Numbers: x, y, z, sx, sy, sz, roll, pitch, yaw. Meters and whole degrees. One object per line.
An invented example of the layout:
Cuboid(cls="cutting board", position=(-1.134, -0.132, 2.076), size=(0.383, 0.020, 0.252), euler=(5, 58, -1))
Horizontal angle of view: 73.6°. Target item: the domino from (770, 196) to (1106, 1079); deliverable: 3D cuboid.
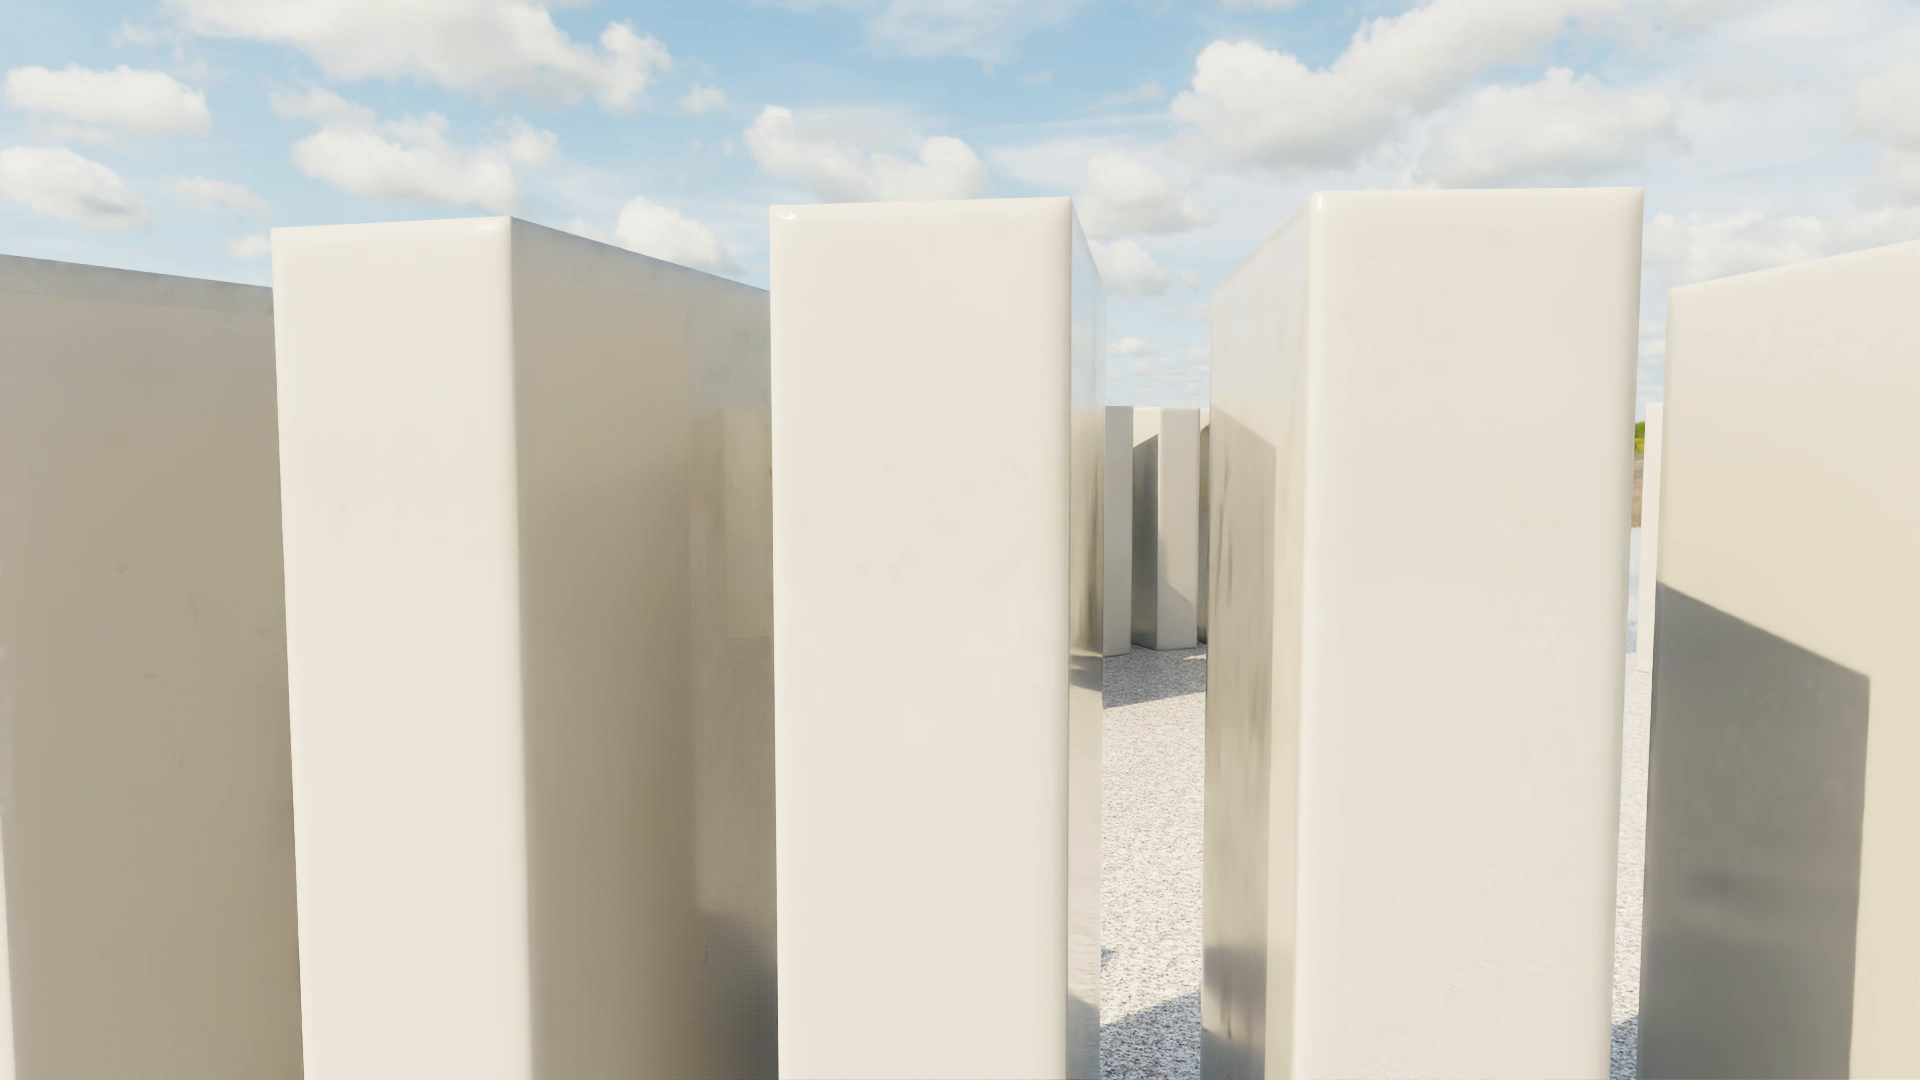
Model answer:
Cuboid(cls="domino", position=(0.001, 0.014, 0.054), size=(0.009, 0.050, 0.025), euler=(1, 4, 9))

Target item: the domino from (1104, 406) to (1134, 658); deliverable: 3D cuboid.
Cuboid(cls="domino", position=(0.023, -0.002, 0.265), size=(0.010, 0.050, 0.025), euler=(-3, 5, -38))

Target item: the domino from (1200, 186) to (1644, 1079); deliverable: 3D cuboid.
Cuboid(cls="domino", position=(0.016, 0.014, 0.052), size=(0.009, 0.050, 0.025), euler=(0, 4, 4))

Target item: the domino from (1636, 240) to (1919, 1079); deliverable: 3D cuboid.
Cuboid(cls="domino", position=(0.040, 0.014, 0.052), size=(0.010, 0.050, 0.025), euler=(0, 4, -3))

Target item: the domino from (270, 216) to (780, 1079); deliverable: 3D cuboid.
Cuboid(cls="domino", position=(-0.016, 0.013, 0.057), size=(0.010, 0.050, 0.025), euler=(1, 4, 15))

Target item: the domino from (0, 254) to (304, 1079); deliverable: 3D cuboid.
Cuboid(cls="domino", position=(-0.038, 0.013, 0.065), size=(0.009, 0.050, 0.025), euler=(2, 5, 24))

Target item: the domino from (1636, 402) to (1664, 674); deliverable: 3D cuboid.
Cuboid(cls="domino", position=(0.139, -0.001, 0.242), size=(0.025, 0.050, 0.009), euler=(-3, 5, -38))

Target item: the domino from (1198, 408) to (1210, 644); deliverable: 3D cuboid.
Cuboid(cls="domino", position=(0.056, -0.003, 0.278), size=(0.009, 0.050, 0.025), euler=(0, 4, -6))

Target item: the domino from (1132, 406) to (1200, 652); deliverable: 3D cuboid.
Cuboid(cls="domino", position=(0.040, -0.003, 0.275), size=(0.009, 0.050, 0.025), euler=(-2, 5, -21))
